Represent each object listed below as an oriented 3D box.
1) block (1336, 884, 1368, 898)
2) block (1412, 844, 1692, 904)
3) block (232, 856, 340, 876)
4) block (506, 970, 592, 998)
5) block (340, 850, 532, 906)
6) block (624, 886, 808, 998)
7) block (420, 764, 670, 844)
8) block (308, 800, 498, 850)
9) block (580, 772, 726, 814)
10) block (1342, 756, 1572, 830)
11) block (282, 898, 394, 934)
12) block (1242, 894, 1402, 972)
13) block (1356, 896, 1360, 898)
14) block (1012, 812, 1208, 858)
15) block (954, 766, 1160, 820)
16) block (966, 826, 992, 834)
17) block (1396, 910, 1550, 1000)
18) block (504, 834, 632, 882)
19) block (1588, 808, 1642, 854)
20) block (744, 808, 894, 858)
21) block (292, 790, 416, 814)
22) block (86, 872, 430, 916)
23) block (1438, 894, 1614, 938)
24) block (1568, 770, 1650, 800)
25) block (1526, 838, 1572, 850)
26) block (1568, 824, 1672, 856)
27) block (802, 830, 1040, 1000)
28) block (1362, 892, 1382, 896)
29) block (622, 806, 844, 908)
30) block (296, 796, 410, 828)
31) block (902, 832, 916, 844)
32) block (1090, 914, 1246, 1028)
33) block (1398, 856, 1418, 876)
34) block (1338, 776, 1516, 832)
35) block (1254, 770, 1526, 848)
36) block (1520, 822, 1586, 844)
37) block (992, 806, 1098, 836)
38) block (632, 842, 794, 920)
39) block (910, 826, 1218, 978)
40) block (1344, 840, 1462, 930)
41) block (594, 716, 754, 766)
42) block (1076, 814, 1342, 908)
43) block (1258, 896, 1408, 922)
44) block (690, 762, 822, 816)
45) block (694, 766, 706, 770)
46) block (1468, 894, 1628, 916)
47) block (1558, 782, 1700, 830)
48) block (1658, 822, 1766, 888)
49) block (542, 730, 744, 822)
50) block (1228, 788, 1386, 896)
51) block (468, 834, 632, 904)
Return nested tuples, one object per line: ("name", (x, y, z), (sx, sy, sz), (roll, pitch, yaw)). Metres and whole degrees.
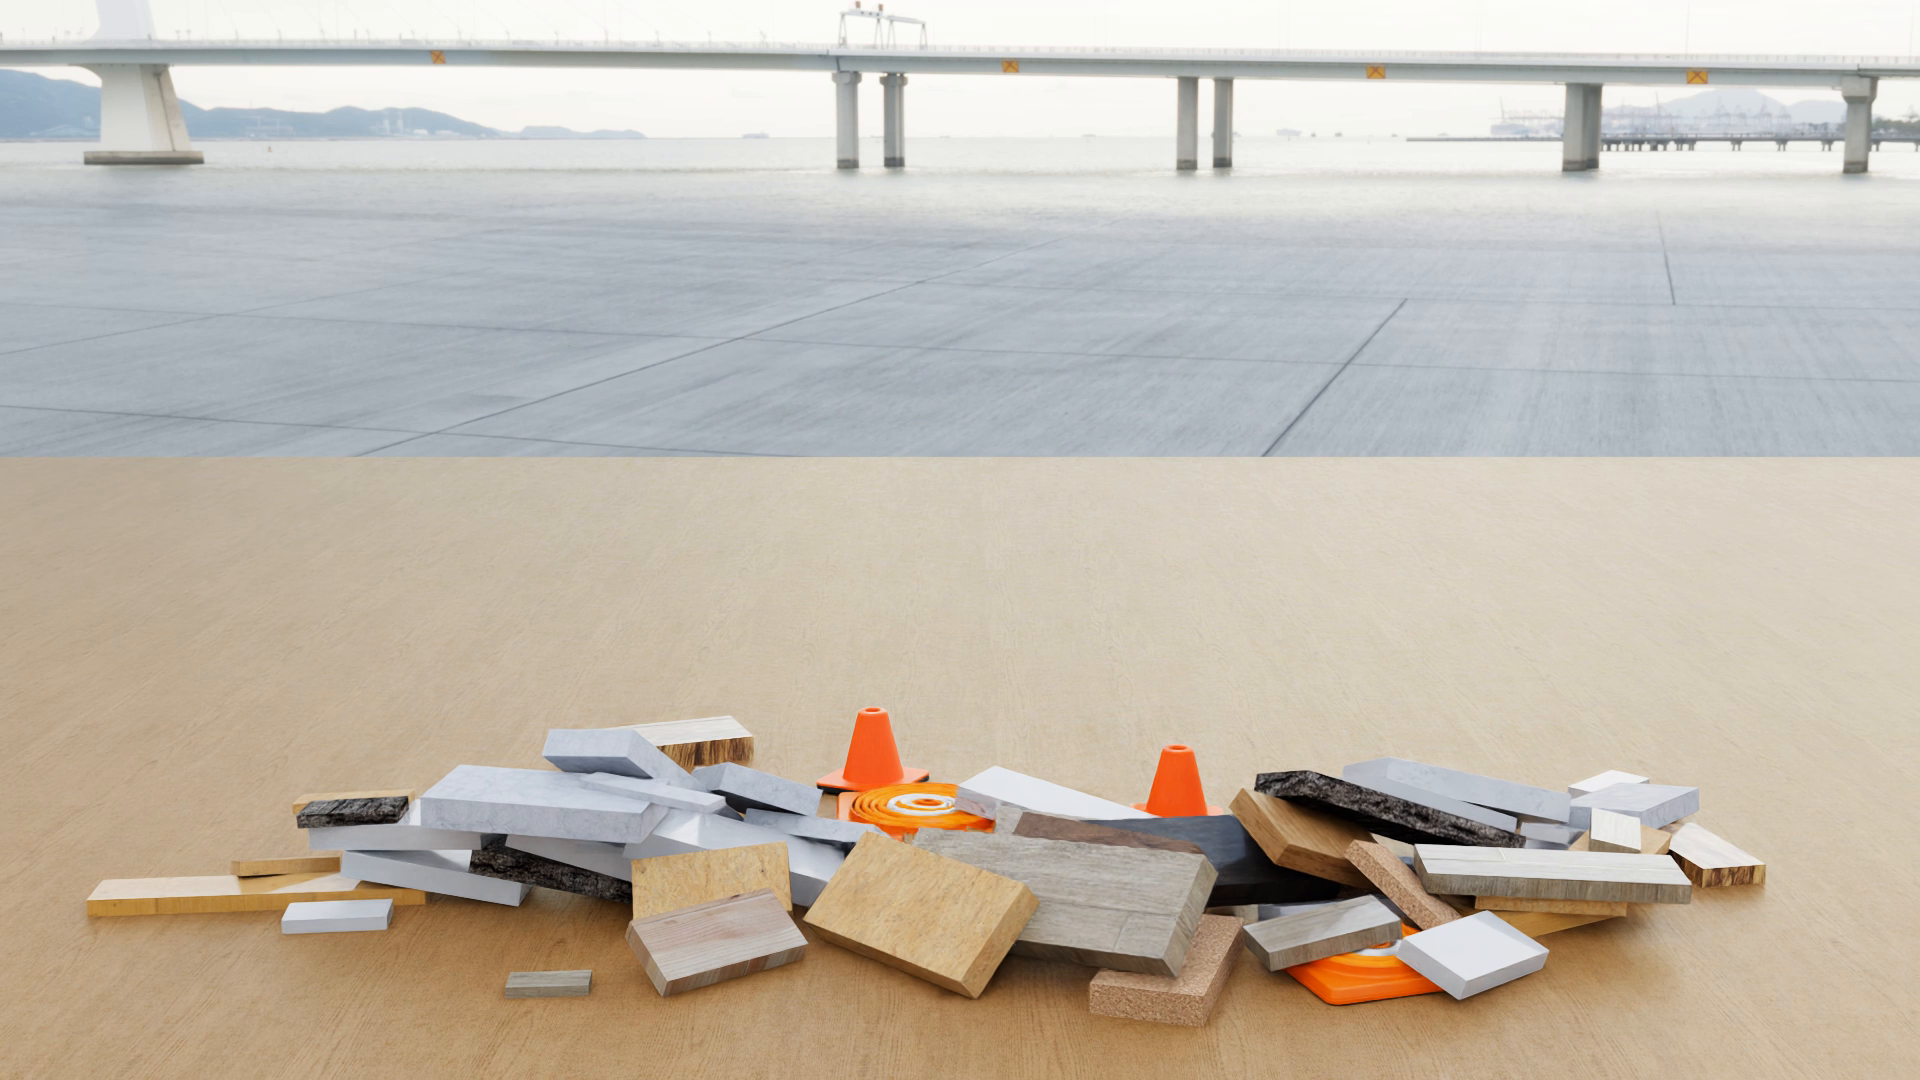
("block", (0.627, 0.562, 3.632), (0.144, 0.020, 0.072), (-14, 36, -20))
("block", (0.935, 0.529, 3.487), (0.411, 0.034, 0.118), (2, 14, 1))
("block", (-1.141, 0.550, 3.719), (0.163, 0.023, 0.081), (1, -6, -28))
("block", (-0.608, 0.658, 3.257), (0.121, 0.017, 0.060), (-1, 11, -4))
("block", (-0.864, 0.543, 3.671), (0.296, 0.042, 0.148), (10, 10, 0))
("block", (-0.367, 0.606, 3.330), (0.248, 0.035, 0.124), (-8, 43, -37))
("block", (-0.665, 0.424, 3.547), (0.358, 0.051, 0.179), (3, 11, 7))
("block", (-0.911, 0.472, 3.657), (0.296, 0.042, 0.148), (-2, 10, 10))
("block", (-0.493, 0.403, 3.515), (0.247, 0.015, 0.051), (8, 12, 27))
("block", (0.874, 0.449, 3.888), (0.355, 0.050, 0.177), (13, -14, -14))
("block", (-0.998, 0.604, 3.530), (0.163, 0.023, 0.081), (-1, 11, -7))
("block", (0.546, 0.592, 3.318), (0.212, 0.030, 0.106), (-12, 14, -12))
("block", (0.600, 0.579, 3.671), (0.144, 0.020, 0.072), (-1, 11, -7))
("block", (0.204, 0.523, 3.377), (0.330, 0.165, 0.047), (5, -32, 40))
("block", (0.212, 0.494, 3.887), (0.423, 0.043, 0.150), (15, 15, 25))
("block", (0.103, 0.539, 3.640), (0.202, 0.029, 0.101), (15, 28, -5))
("block", (0.768, 0.618, 3.287), (0.233, 0.033, 0.117), (-4, 28, -45))
("block", (-0.560, 0.507, 3.657), (0.358, 0.051, 0.179), (17, 10, -4))
("block", (1.106, 0.498, 3.716), (0.081, 0.023, 0.161), (12, 15, 14))
("block", (-0.235, 0.509, 3.766), (0.248, 0.035, 0.124), (4, -22, 25))
("block", (-1.021, 0.440, 3.704), (0.191, 0.017, 0.060), (-3, 10, 3))
("block", (-1.152, 0.582, 3.635), (0.536, 0.028, 0.099), (-1, 11, -6))
("block", (0.916, 0.590, 3.557), (0.292, 0.041, 0.146), (-6, 12, -30))
("block", (1.245, 0.476, 4.220), (0.161, 0.023, 0.081), (-10, 14, -43))
("block", (1.039, 0.548, 3.805), (0.233, 0.033, 0.117), (-5, 12, -25))
("block", (1.116, 0.526, 3.724), (0.118, 0.034, 0.237), (16, 16, 28))
("block", (-0.063, 0.568, 3.364), (0.355, 0.050, 0.177), (11, 56, 45))
("block", (0.719, 0.593, 3.615), (0.104, 0.015, 0.052), (-3, 11, -17))
("block", (-0.369, 0.517, 3.631), (0.358, 0.051, 0.179), (16, 10, -7))
("block", (-1.001, 0.449, 3.630), (0.163, 0.023, 0.081), (-3, 10, 1))
("block", (0.003, 0.544, 3.650), (0.202, 0.029, 0.101), (12, 24, -7))
("block", (0.315, 0.636, 3.296), (0.165, 0.047, 0.330), (3, 11, 17))
("block", (0.733, 0.555, 3.722), (0.104, 0.052, 0.015), (1, 49, 8))
("block", (0.794, 0.468, 3.806), (0.301, 0.043, 0.150), (18, -16, -23))
("block", (0.721, 0.464, 3.681), (0.456, 0.041, 0.146), (18, -16, -23))
("block", (1.025, 0.504, 3.771), (0.081, 0.023, 0.161), (7, -3, 32))
("block", (0.169, 0.494, 3.572), (0.230, 0.033, 0.115), (8, 30, -2))
("block", (-0.393, 0.555, 3.486), (0.248, 0.035, 0.124), (-7, 53, -2))
("block", (0.122, 0.543, 3.335), (0.533, 0.050, 0.177), (0, 49, 38))
("block", (0.706, 0.553, 3.444), (0.106, 0.030, 0.212), (18, 21, -51))
("block", (-0.608, 0.417, 4.467), (0.342, 0.048, 0.171), (-4, 11, -21))
("block", (0.395, 0.516, 3.540), (0.428, 0.047, 0.165), (1, 33, -25))
("block", (0.593, 0.590, 3.500), (0.212, 0.030, 0.106), (-2, -7, -12))
("block", (-0.367, 0.446, 3.870), (0.171, 0.048, 0.342), (19, -13, -14))
("block", (-0.471, 0.476, 4.207), (0.099, 0.028, 0.198), (0, 11, 2))
("block", (0.933, 0.556, 3.518), (0.237, 0.034, 0.118), (3, 14, 1))
("block", (1.216, 0.486, 3.989), (0.150, 0.043, 0.301), (0, 3, 37))
("block", (1.281, 0.545, 3.819), (0.117, 0.033, 0.233), (-2, 11, -12))
("block", (-0.530, 0.426, 3.743), (0.171, 0.048, 0.382), (-2, -31, 27))
("block", (0.580, 0.489, 3.546), (0.292, 0.041, 0.146), (20, 20, -36))
("block", (-0.655, 0.539, 3.665), (0.296, 0.042, 0.148), (12, 10, -4))
